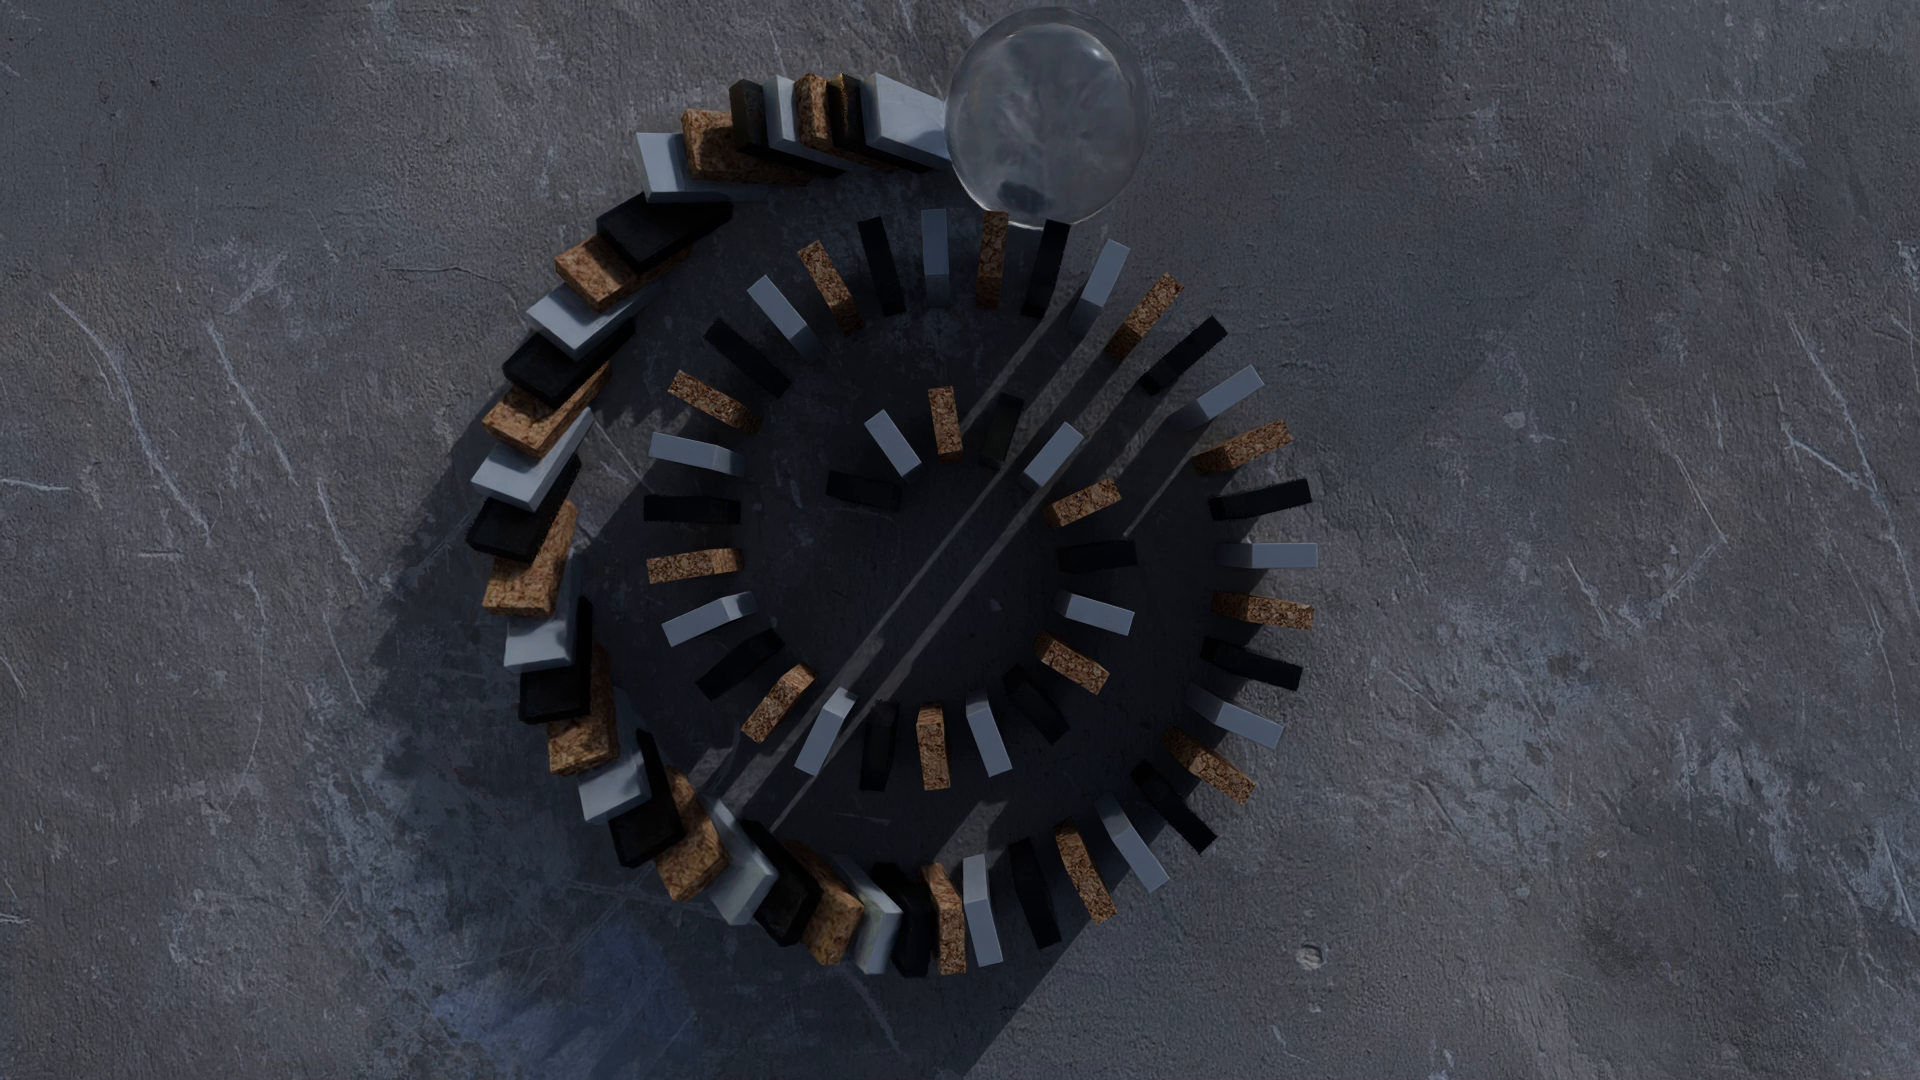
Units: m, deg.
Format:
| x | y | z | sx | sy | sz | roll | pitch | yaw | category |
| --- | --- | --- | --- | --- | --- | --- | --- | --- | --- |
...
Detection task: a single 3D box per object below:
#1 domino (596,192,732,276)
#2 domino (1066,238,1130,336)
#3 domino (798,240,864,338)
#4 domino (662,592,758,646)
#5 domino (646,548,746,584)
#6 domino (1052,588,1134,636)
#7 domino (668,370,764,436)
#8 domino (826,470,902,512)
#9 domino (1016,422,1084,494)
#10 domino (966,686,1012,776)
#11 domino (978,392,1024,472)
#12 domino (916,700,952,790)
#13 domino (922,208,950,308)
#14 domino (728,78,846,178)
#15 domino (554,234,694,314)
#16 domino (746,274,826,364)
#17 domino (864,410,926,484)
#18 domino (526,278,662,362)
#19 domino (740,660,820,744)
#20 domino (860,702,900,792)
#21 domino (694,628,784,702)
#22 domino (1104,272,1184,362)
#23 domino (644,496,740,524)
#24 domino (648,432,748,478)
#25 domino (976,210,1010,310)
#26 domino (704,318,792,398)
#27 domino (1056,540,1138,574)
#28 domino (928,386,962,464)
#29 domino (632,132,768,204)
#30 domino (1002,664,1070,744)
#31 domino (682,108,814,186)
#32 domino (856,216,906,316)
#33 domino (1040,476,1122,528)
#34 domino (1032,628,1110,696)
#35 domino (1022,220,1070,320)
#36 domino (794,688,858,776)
| x | y | z | sx | sy | sz | roll | pitch | yaw | category |
| --- | --- | --- | --- | --- | --- | --- | --- | --- | --- |
| -0.123 | -0.135 | 0.385 | 0.025 | 0.010 | 0.050 | 46 | 64 | 0 | domino |
| 0.056 | -0.102 | 0.375 | 0.010 | 0.050 | 0.025 | 25 | 90 | 0 | domino |
| -0.052 | -0.102 | 0.375 | 0.010 | 0.050 | 0.025 | -30 | 90 | 0 | domino |
| -0.101 | 0.032 | 0.375 | 0.025 | 0.050 | 0.010 | -24 | 90 | 0 | domino |
| -0.107 | 0.010 | 0.375 | 0.025 | 0.050 | 0.009 | -9 | 90 | 0 | domino |
| 0.053 | 0.029 | 0.375 | 0.025 | 0.050 | 0.010 | 17 | 90 | 0 | domino |
| -0.099 | -0.055 | 0.375 | 0.025 | 0.050 | 0.010 | 29 | 90 | 0 | domino |
| -0.038 | -0.019 | 0.375 | 0.025 | 0.050 | 0.009 | 12 | 90 | 0 | domino |
| 0.036 | -0.033 | 0.375 | 0.009 | 0.050 | 0.025 | 40 | 90 | 0 | domino |
| 0.011 | 0.077 | 0.375 | 0.010 | 0.050 | 0.025 | -21 | 90 | 0 | domino |
| 0.016 | -0.043 | 0.375 | 0.010 | 0.050 | 0.025 | 18 | 90 | 0 | domino |
| -0.010 | 0.083 | 0.375 | 0.009 | 0.050 | 0.025 | -8 | 90 | 0 | domino |
| -0.010 | -0.114 | 0.375 | 0.009 | 0.050 | 0.025 | -3 | 90 | 0 | domino |
| -0.070 | -0.169 | 0.378 | 0.010 | 0.050 | 0.025 | -6 | 90 | 43 | domino |
| -0.140 | -0.119 | 0.385 | 0.025 | 0.009 | 0.050 | 45 | 63 | 0 | domino |
| -0.070 | -0.089 | 0.375 | 0.009 | 0.050 | 0.025 | -40 | 90 | 0 | domino |
| -0.026 | -0.037 | 0.375 | 0.010 | 0.050 | 0.025 | -36 | 90 | 0 | domino |
| -0.153 | -0.100 | 0.385 | 0.025 | 0.009 | 0.050 | 38 | 63 | 0 | domino |
| -0.073 | 0.065 | 0.375 | 0.009 | 0.050 | 0.025 | 38 | 90 | 0 | domino |
| -0.033 | 0.083 | 0.375 | 0.009 | 0.050 | 0.025 | 6 | 90 | 0 | domino |
| -0.089 | 0.050 | 0.375 | 0.025 | 0.050 | 0.009 | -41 | 90 | 0 | domino |
| 0.074 | -0.090 | 0.375 | 0.010 | 0.050 | 0.025 | 40 | 90 | 0 | domino |
| -0.108 | -0.012 | 0.375 | 0.025 | 0.050 | 0.010 | 1 | 90 | 0 | domino |
| -0.106 | -0.034 | 0.375 | 0.025 | 0.050 | 0.010 | 12 | 90 | 0 | domino |
| 0.013 | -0.113 | 0.375 | 0.010 | 0.050 | 0.025 | 6 | 90 | 0 | domino |
| -0.086 | -0.073 | 0.375 | 0.025 | 0.050 | 0.010 | 41 | 90 | 0 | domino |
| 0.055 | 0.007 | 0.375 | 0.025 | 0.050 | 0.009 | -8 | 90 | 0 | domino |
| -0.006 | -0.046 | 0.375 | 0.009 | 0.050 | 0.025 | -9 | 90 | 0 | domino |
| -0.108 | -0.155 | 0.383 | 0.050 | 0.010 | 0.025 | -14 | 88 | -31 | domino |
| 0.030 | 0.066 | 0.375 | 0.009 | 0.050 | 0.025 | -42 | 90 | 0 | domino |
| -0.088 | -0.163 | 0.383 | 0.050 | 0.009 | 0.025 | -9 | 89 | -30 | domino |
| -0.031 | -0.111 | 0.375 | 0.009 | 0.050 | 0.025 | -16 | 90 | 0 | domino |
| 0.049 | -0.015 | 0.375 | 0.025 | 0.050 | 0.009 | -25 | 90 | 0 | domino |
| 0.044 | 0.049 | 0.375 | 0.025 | 0.050 | 0.010 | 32 | 90 | 0 | domino |
| 0.035 | -0.109 | 0.375 | 0.010 | 0.050 | 0.025 | 14 | 90 | 0 | domino |
| -0.054 | 0.077 | 0.375 | 0.010 | 0.050 | 0.025 | 26 | 90 | 0 | domino |
